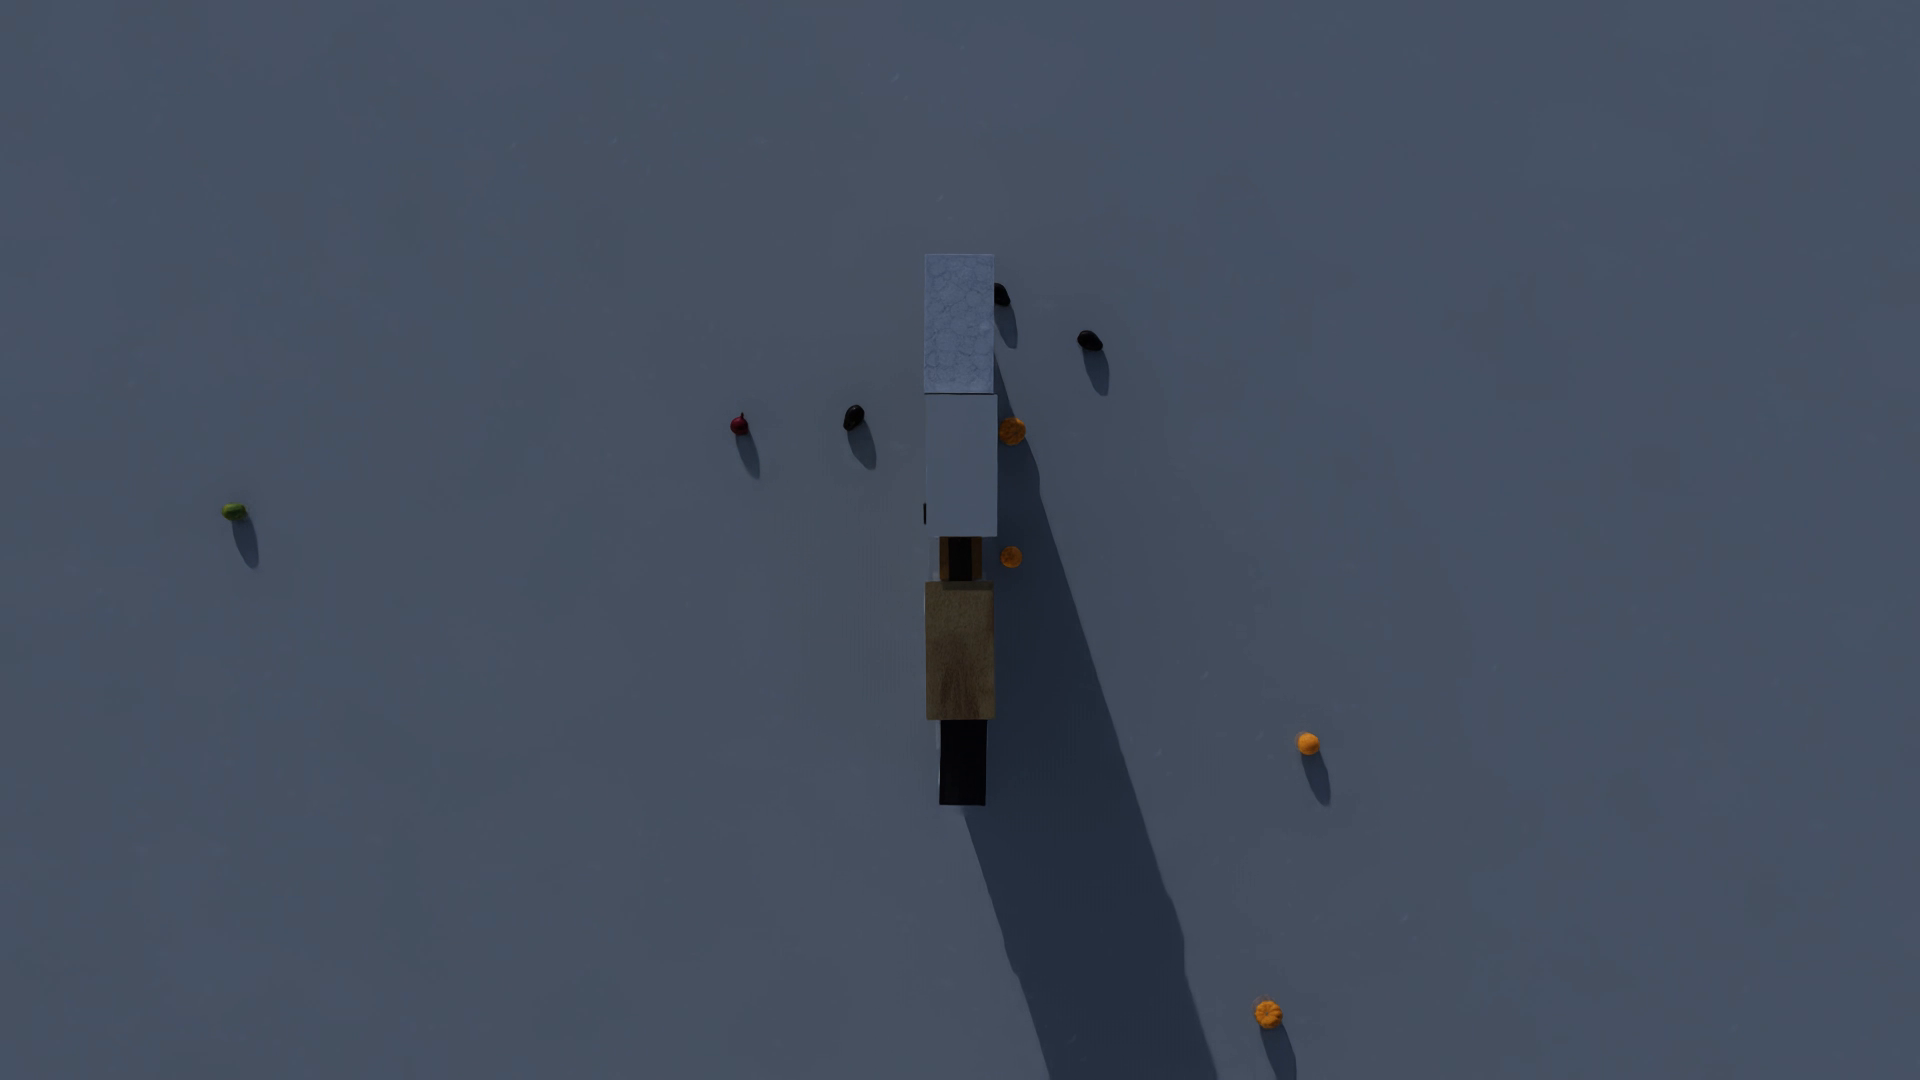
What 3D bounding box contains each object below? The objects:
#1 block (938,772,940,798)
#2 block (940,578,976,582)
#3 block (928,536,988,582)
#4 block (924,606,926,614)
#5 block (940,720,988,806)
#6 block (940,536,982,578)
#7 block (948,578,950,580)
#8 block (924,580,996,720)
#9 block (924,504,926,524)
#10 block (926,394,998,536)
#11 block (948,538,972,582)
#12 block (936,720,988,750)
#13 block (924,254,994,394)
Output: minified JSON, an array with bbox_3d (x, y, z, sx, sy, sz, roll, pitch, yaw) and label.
[{"bbox_3d":[0.002,0.644,4.712,0.116,1.112,0.033,-1,89,0],"label":"block"},{"bbox_3d":[-0.003,0.187,4.376,0.094,0.027,0.189,0,90,0],"label":"block"},{"bbox_3d":[-0.004,0.033,4.603,0.166,0.047,0.332,0,90,0],"label":"block"},{"bbox_3d":[-0.004,0.159,4.195,0.167,0.334,0.047,0,90,0],"label":"block"},{"bbox_3d":[0.008,0.548,4.137,0.116,0.033,0.231,1,92,0],"label":"block"},{"bbox_3d":[0.001,-0.010,4.340,0.112,0.032,0.223,0,90,0],"label":"block"},{"bbox_3d":[0.000,0.093,4.266,0.059,0.117,0.017,0,90,0],"label":"block"},{"bbox_3d":[0.000,0.267,4.004,0.167,0.047,0.334,-1,90,0],"label":"block"},{"bbox_3d":[-0.004,-0.066,4.155,0.169,0.338,0.048,-1,90,0],"label":"block"},{"bbox_3d":[0.005,-0.178,3.962,0.169,0.048,0.338,0,90,0],"label":"block"},{"bbox_3d":[0.000,0.053,4.199,0.059,0.017,0.117,-1,90,0],"label":"block"},{"bbox_3d":[0.004,0.419,4.404,0.137,0.039,0.274,-1,89,0],"label":"block"},{"bbox_3d":[-0.002,-0.523,4.007,0.168,0.048,0.336,0,90,0],"label":"block"}]
